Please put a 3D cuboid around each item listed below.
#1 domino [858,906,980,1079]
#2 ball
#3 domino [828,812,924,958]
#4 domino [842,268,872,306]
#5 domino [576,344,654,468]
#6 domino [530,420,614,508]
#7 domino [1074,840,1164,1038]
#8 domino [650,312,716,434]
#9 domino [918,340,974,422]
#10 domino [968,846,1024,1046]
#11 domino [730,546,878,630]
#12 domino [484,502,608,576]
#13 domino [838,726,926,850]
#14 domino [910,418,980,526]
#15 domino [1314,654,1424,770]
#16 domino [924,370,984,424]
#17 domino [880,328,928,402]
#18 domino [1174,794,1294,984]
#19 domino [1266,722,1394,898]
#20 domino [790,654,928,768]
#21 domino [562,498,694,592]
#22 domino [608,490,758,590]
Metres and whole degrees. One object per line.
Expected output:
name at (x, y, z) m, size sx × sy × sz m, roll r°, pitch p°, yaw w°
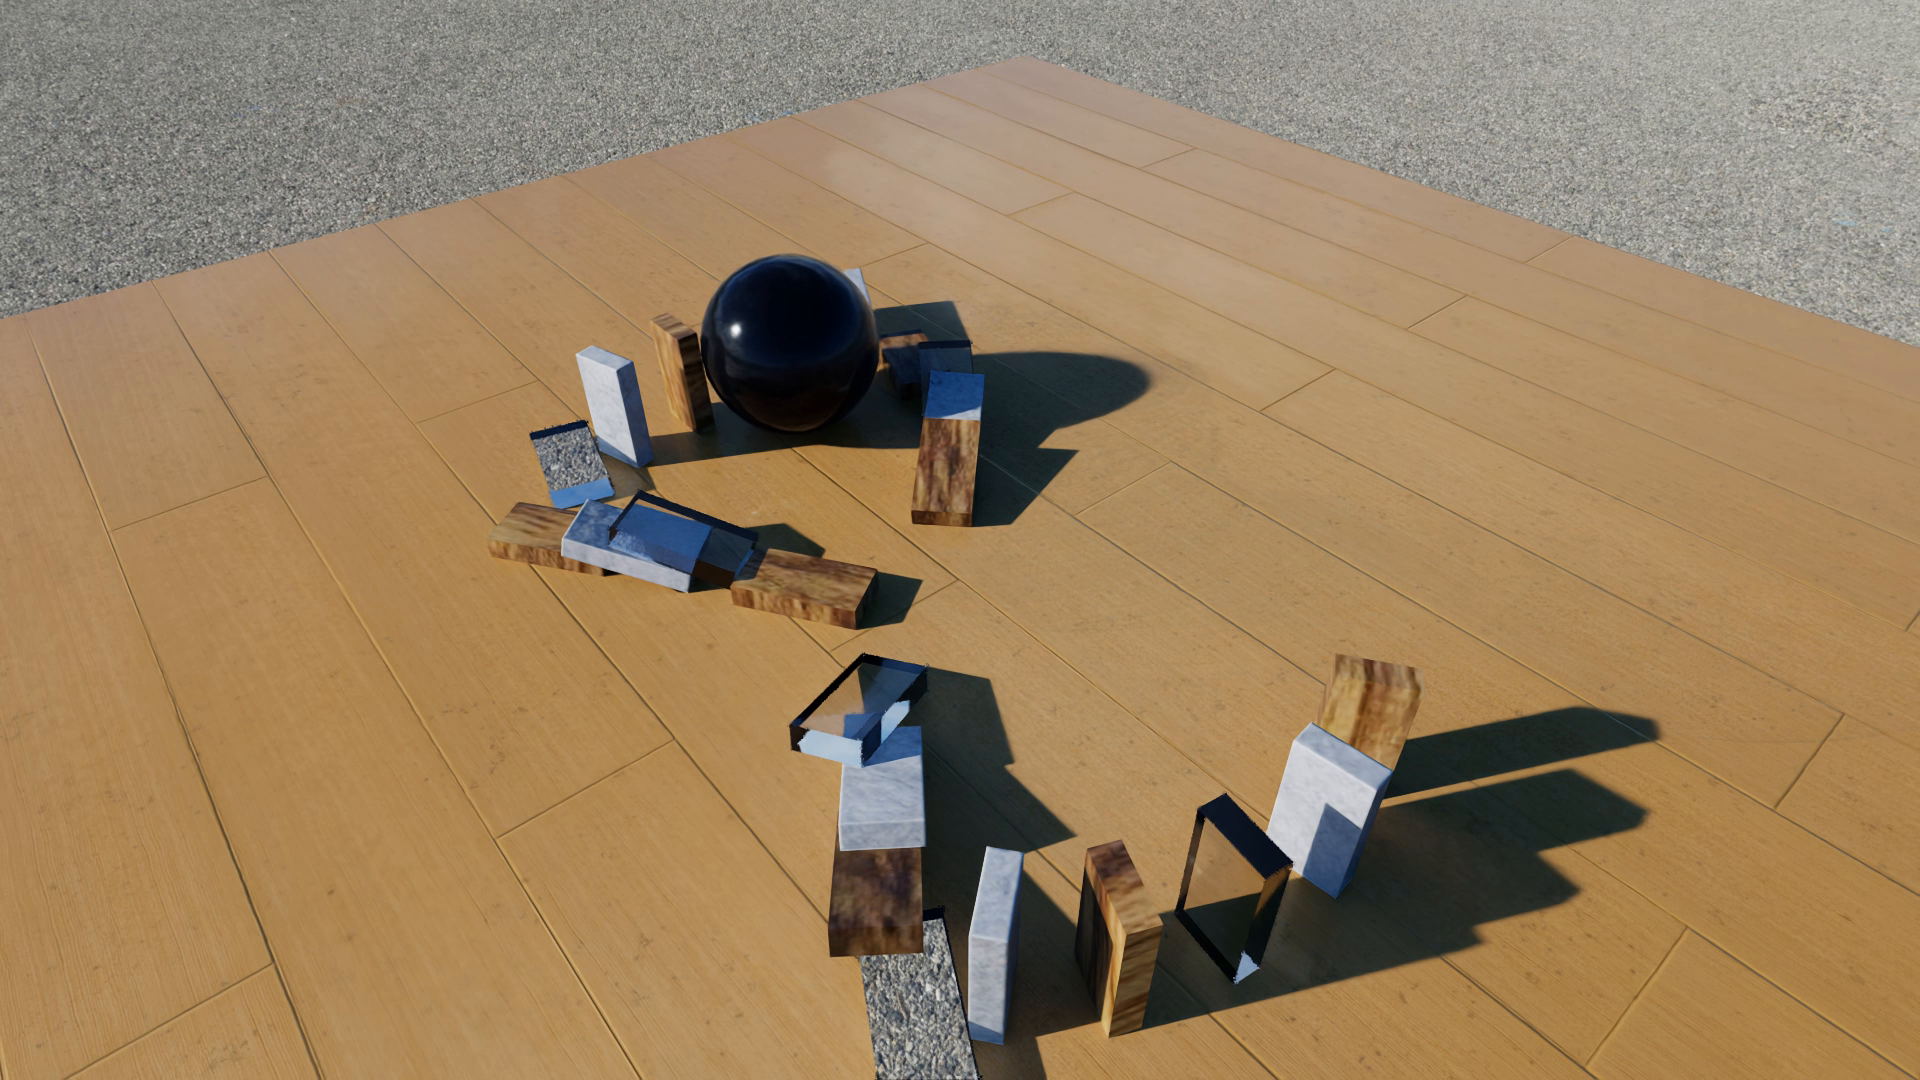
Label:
domino at (-0.012, 0.124, 0.292) m, size 0.025 × 0.009 × 0.050 m, roll -8°, pitch 40°, yaw -9°
ball at (-0.076, -0.088, 0.495) m, size 0.080 × 0.080 × 0.080 m, roll 0°, pitch 39°, yaw 0°
domino at (-0.023, 0.097, 0.315) m, size 0.025 × 0.009 × 0.050 m, roll -2°, pitch 23°, yaw -2°
domino at (-0.053, -0.120, 0.578) m, size 0.009 × 0.025 × 0.050 m, roll -7°, pitch 40°, yaw -9°
domino at (-0.151, -0.058, 0.482) m, size 0.025 × 0.050 × 0.009 m, roll 23°, pitch 45°, yaw 26°
domino at (-0.171, -0.034, 0.485) m, size 0.025 × 0.009 × 0.050 m, roll -18°, pitch 43°, yaw -20°
domino at (0.040, 0.104, 0.285) m, size 0.009 × 0.050 × 0.025 m, roll -11°, pitch 41°, yaw -13°
domino at (-0.127, -0.076, 0.504) m, size 0.009 × 0.050 × 0.025 m, roll -30°, pitch 48°, yaw -29°
domino at (-0.006, -0.073, 0.521) m, size 0.025 × 0.010 × 0.050 m, roll -2°, pitch 56°, yaw -3°
domino at (0.009, 0.105, 0.283) m, size 0.009 × 0.050 × 0.025 m, roll 7°, pitch 40°, yaw 8°
domino at (-0.059, 0.018, 0.422) m, size 0.050 × 0.010 × 0.025 m, roll 10°, pitch 40°, yaw 12°
domino at (-0.161, -0.001, 0.444) m, size 0.050 × 0.010 × 0.025 m, roll 9°, pitch 40°, yaw 11°
domino at (-0.024, 0.076, 0.340) m, size 0.025 × 0.009 × 0.050 m, roll -2°, pitch 23°, yaw -3°
domino at (-0.005, -0.029, 0.469) m, size 0.025 × 0.009 × 0.050 m, roll 3°, pitch 56°, yaw 4°
domino at (0.124, 0.058, 0.340) m, size 0.025 × 0.050 × 0.009 m, roll 10°, pitch 40°, yaw 12°
domino at (-0.003, -0.054, 0.497) m, size 0.025 × 0.010 × 0.050 m, roll 4°, pitch 56°, yaw 2°
domino at (-0.024, -0.088, 0.551) m, size 0.025 × 0.010 × 0.050 m, roll -12°, pitch 41°, yaw -14°
domino at (0.073, 0.094, 0.296) m, size 0.009 × 0.050 × 0.025 m, roll -21°, pitch 44°, yaw -24°
domino at (0.105, 0.078, 0.316) m, size 0.025 × 0.050 × 0.009 m, roll 32°, pitch 49°, yaw 33°
domino at (-0.032, 0.055, 0.364) m, size 0.025 × 0.010 × 0.050 m, roll 9°, pitch 25°, yaw 21°
domino at (-0.126, 0.002, 0.430) m, size 0.050 × 0.009 × 0.025 m, roll 17°, pitch 40°, yaw -5°
domino at (-0.107, 0.000, 0.426) m, size 0.050 × 0.009 × 0.025 m, roll 20°, pitch 40°, yaw 0°
